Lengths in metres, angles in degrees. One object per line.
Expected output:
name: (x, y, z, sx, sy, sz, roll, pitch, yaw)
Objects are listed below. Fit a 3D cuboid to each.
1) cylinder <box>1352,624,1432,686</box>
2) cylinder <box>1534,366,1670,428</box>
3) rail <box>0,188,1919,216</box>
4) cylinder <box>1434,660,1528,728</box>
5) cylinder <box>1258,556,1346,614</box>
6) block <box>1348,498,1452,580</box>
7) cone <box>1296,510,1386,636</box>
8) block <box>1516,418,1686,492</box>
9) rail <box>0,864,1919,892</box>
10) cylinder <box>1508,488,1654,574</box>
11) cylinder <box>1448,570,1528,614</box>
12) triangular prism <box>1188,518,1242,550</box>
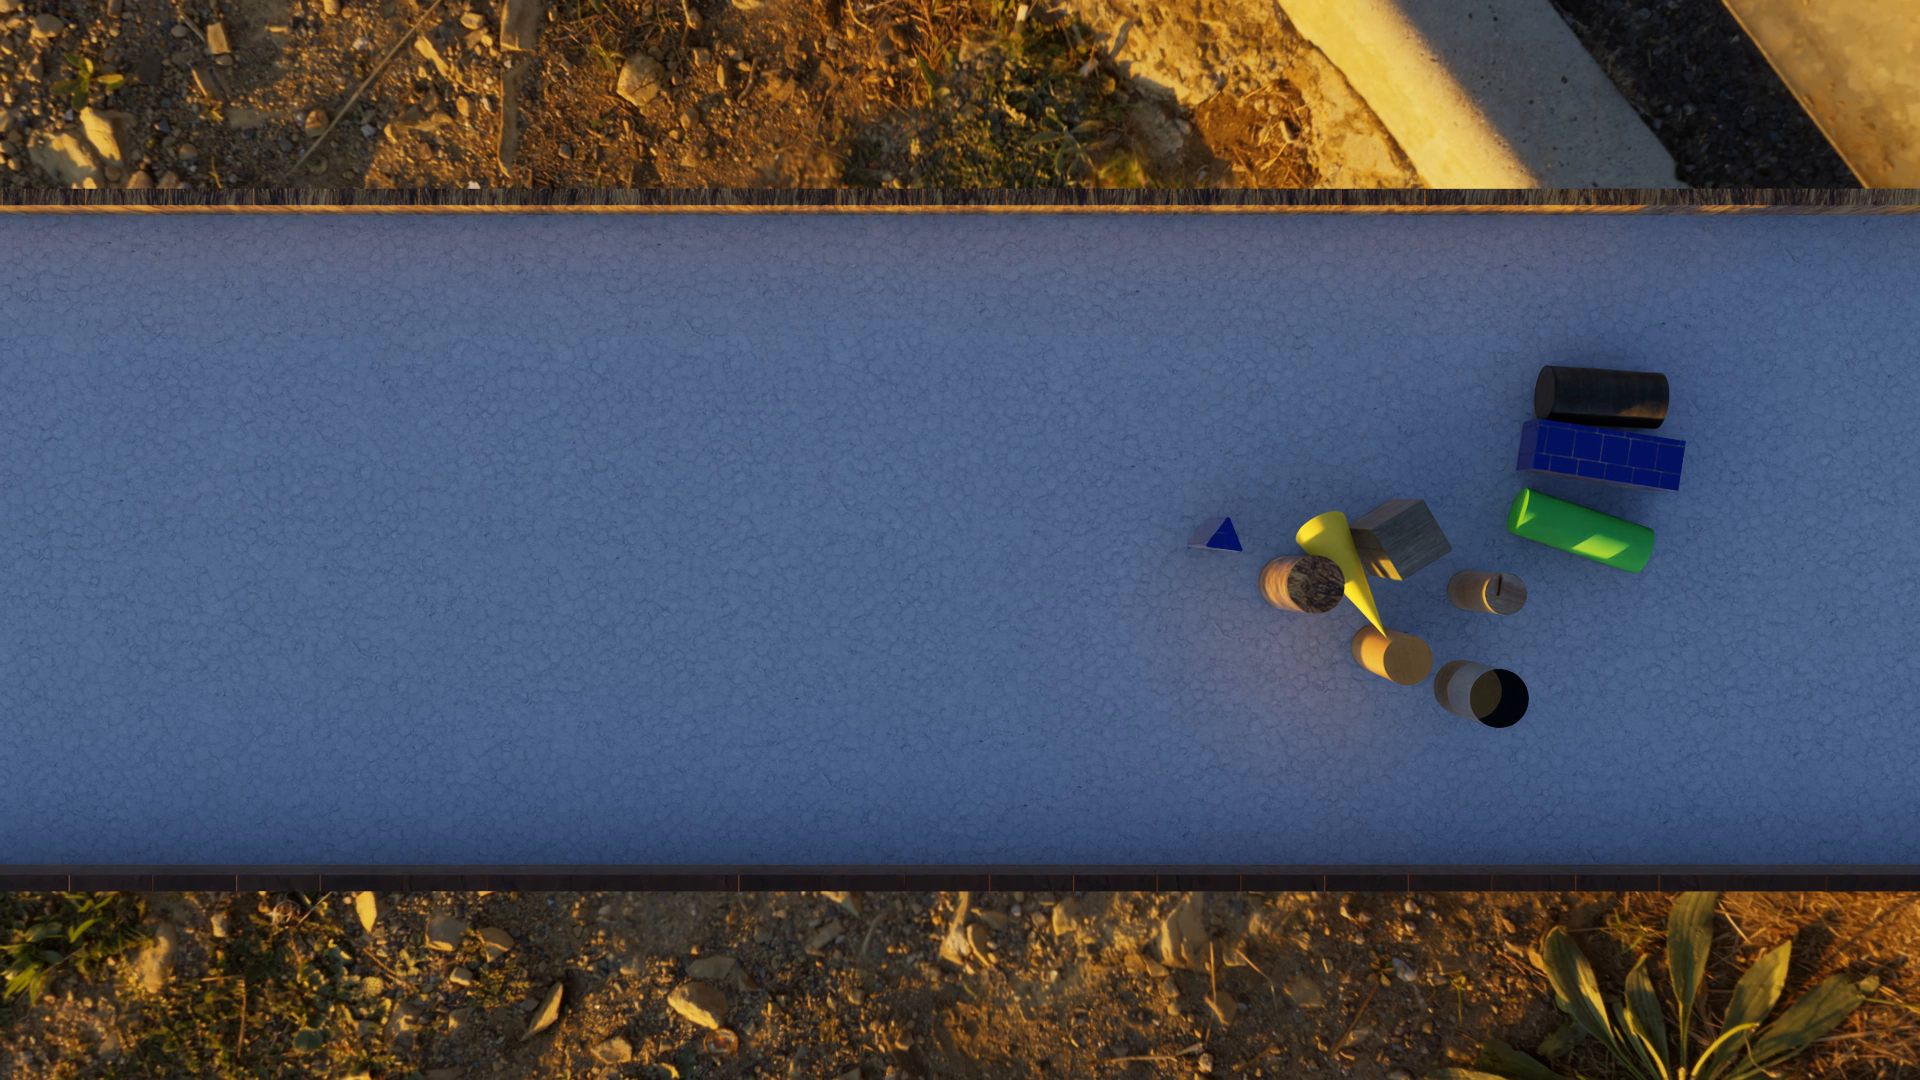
cylinder: (1.279, 0.337, 4.899, 0.144, 0.348, 0.144, 0, 92, -1)
cylinder: (1.939, -0.432, 4.991, 0.343, 0.170, 0.170, 4, 90, 0)
rail: (-2.247, -1.025, 5.002, 12.000, 0.150, 0.050, 0, 90, 0)
cylinder: (1.543, 0.453, 4.897, 0.170, 0.359, 0.170, 0, 90, 0)
cylinder: (1.001, 0.129, 4.862, 0.165, 0.427, 0.165, 0, 89, -1)
block: (1.295, -0.004, 4.900, 0.171, 0.350, 0.171, -31, 91, 0)
cone: (1.166, 0.124, 4.898, 0.165, 0.165, 0.413, -24, 58, 0)
block: (1.940, -0.254, 5.001, 0.440, 0.150, 0.150, 9, 90, 0)
rail: (-2.247, 1.025, 5.001, 12.000, 0.150, 0.050, 0, 90, 0)
cylinder: (1.881, -0.029, 5.004, 0.397, 0.146, 0.146, 18, 90, 0)
cylinder: (1.560, 0.154, 4.893, 0.121, 0.366, 0.121, 0, 90, 0)
triangular prism: (0.756, -0.021, 4.878, 0.103, 0.396, 0.089, 8, 90, 0)
